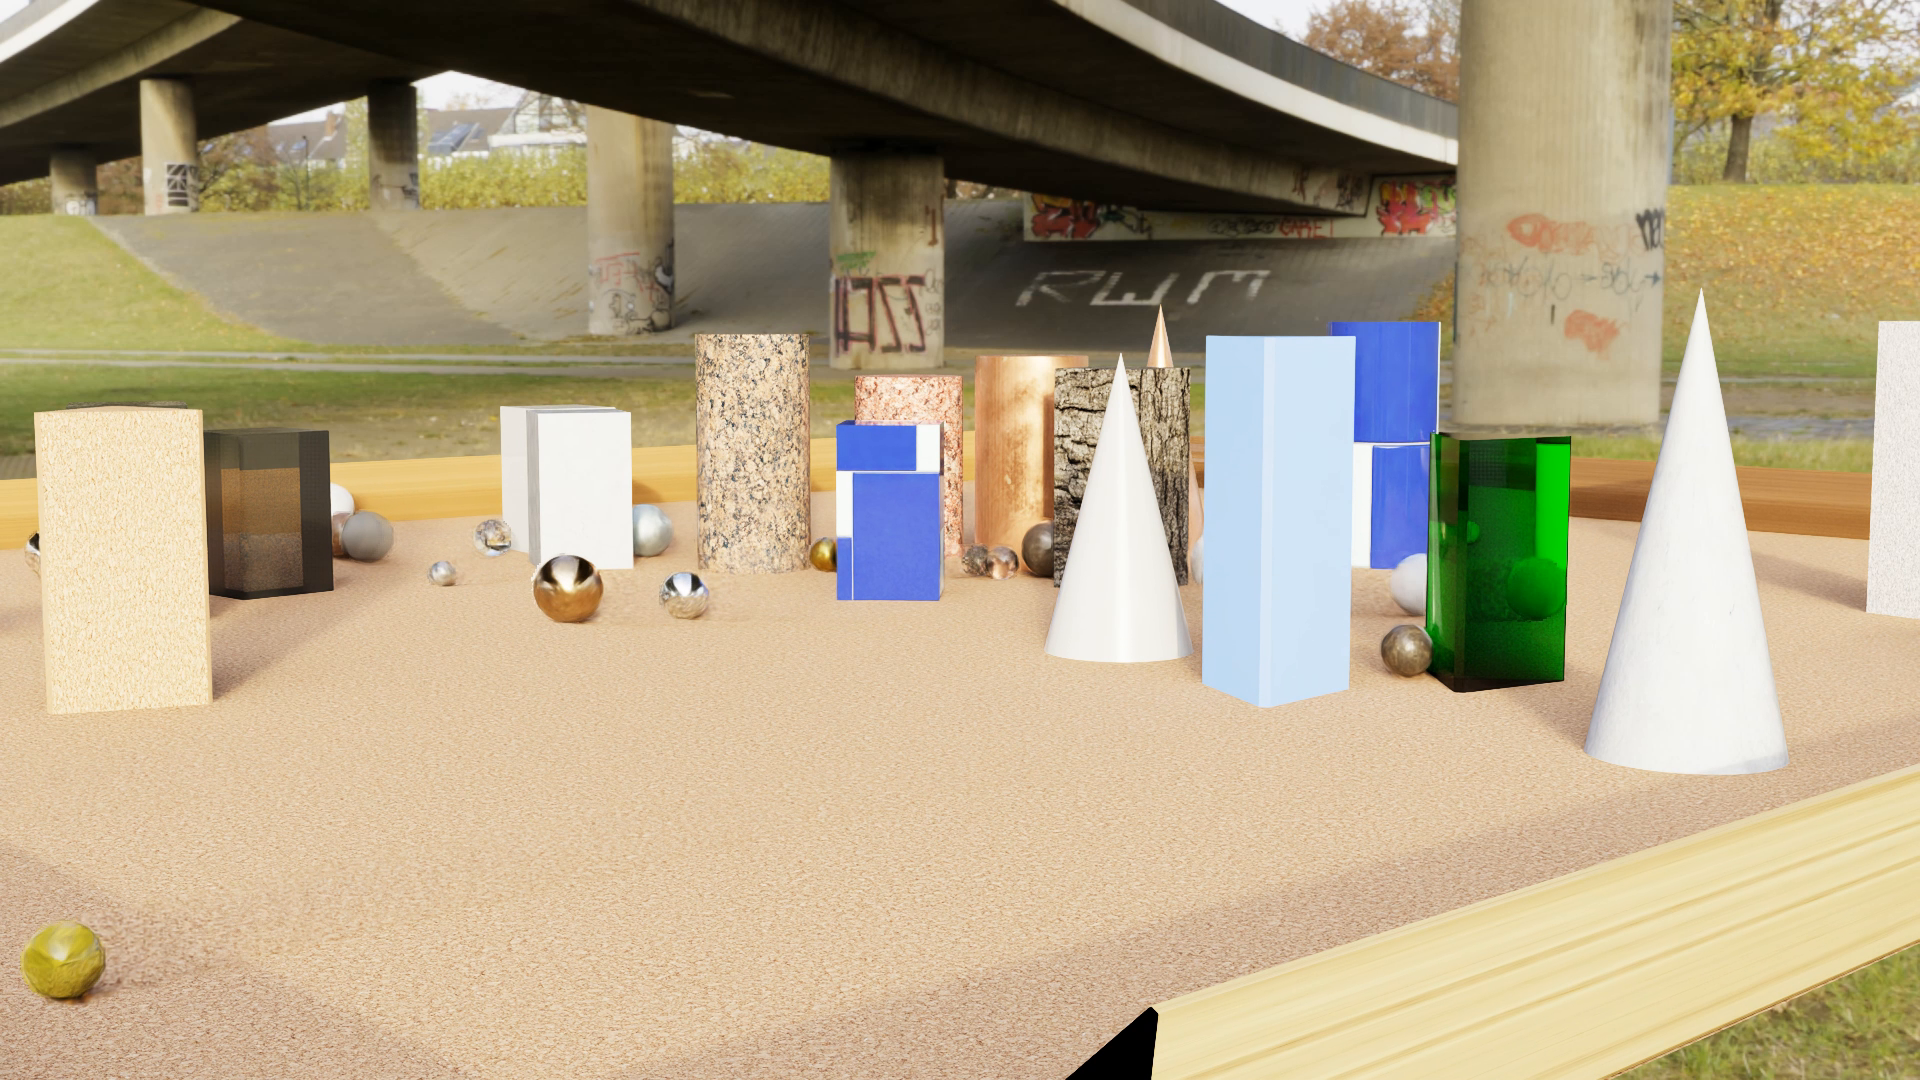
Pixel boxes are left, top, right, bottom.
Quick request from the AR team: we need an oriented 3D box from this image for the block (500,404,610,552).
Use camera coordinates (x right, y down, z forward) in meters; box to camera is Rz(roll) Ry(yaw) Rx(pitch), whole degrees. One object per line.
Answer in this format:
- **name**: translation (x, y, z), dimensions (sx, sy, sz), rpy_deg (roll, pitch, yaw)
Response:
- **block**: translation (-0.748, -0.115, 4.101), dimensions (0.157, 0.265, 0.157), rpy_deg (-4, 7, -36)

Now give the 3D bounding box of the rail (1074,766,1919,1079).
- **rail**: translation (1.191, 0.167, 2.048), dimensions (3.881, 0.128, 0.045), rpy_deg (-5, 8, -42)

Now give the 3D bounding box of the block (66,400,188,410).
- **block**: translation (-1.184, -0.038, 3.141), dimensions (0.157, 0.312, 0.157), rpy_deg (-2, 6, -21)

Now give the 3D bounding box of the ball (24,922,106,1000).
- **ball**: translation (-0.581, 0.273, 1.426), dimensions (0.050, 0.050, 0.050), rpy_deg (0, 6, 0)

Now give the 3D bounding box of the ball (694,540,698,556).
- **ball**: translation (-0.456, 0.015, 3.937), dimensions (0.041, 0.041, 0.041), rpy_deg (0, 6, 0)

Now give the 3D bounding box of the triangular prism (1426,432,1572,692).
- **triangular prism**: translation (0.618, 0.020, 2.658), dimensions (0.170, 0.295, 0.147), rpy_deg (-3, 7, -30)

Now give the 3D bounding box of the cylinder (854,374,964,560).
- **cylinder**: translation (-0.093, -0.135, 3.998), dimensions (0.197, 0.326, 0.197), rpy_deg (0, 6, 0)

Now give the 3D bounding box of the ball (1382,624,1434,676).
- **ball**: translation (0.545, 0.135, 2.679), dimensions (0.064, 0.064, 0.064), rpy_deg (0, 6, 0)

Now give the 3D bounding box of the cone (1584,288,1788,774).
- **cone**: translation (0.730, -0.017, 2.188), dimensions (0.197, 0.467, 0.197), rpy_deg (0, 6, 0)

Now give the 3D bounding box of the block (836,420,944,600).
- **block**: translation (-0.107, -0.049, 3.446), dimensions (0.157, 0.270, 0.157), rpy_deg (0, 6, 3)

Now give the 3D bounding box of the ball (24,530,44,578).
- **ball**: translation (-1.500, 0.024, 3.635), dimensions (0.086, 0.086, 0.086), rpy_deg (0, 6, 0)

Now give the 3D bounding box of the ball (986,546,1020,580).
- **ball**: translation (0.070, 0.038, 3.640), dimensions (0.057, 0.057, 0.057), rpy_deg (0, 6, 0)

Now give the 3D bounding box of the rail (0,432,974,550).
- **rail**: translation (-1.191, -0.101, 4.615), dimensions (3.881, 0.128, 0.045), rpy_deg (-5, 8, -42)

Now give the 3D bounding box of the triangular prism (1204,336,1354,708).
- **triangular prism**: translation (0.346, -0.030, 2.564), dimensions (0.147, 0.414, 0.170), rpy_deg (6, 8, 43)

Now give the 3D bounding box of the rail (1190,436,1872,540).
- **rail**: translation (1.409, -0.102, 4.625), dimensions (0.045, 0.128, 3.559), rpy_deg (-5, 8, -42)

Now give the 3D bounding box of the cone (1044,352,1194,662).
- **cone**: translation (0.208, -0.049, 2.868), dimensions (0.197, 0.390, 0.197), rpy_deg (0, 6, 0)

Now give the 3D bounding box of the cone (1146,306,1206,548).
- **cone**: translation (0.379, -0.219, 4.179), dimensions (0.197, 0.456, 0.197), rpy_deg (0, 6, 0)

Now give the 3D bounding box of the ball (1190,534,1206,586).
- **ball**: translation (0.415, 0.032, 3.507), dimensions (0.097, 0.097, 0.097), rpy_deg (0, 6, 0)

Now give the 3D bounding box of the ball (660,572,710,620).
- **ball**: translation (-0.397, 0.080, 3.175), dimensions (0.069, 0.069, 0.069), rpy_deg (0, 6, 0)

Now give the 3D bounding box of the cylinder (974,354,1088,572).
- **cylinder**: translation (0.124, -0.137, 3.829), dimensions (0.197, 0.366, 0.197), rpy_deg (0, 6, 0)

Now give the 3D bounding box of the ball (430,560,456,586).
- **ball**: translation (-0.835, 0.054, 3.552), dimensions (0.042, 0.042, 0.042), rpy_deg (0, 6, 0)

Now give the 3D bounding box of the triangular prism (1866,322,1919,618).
- **triangular prism**: translation (1.449, -0.103, 3.202), dimensions (0.147, 0.428, 0.170), rpy_deg (-4, 7, -33)

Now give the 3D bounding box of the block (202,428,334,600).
- **block**: translation (-1.108, -0.046, 3.482), dimensions (0.157, 0.255, 0.157), rpy_deg (5, 8, 42)

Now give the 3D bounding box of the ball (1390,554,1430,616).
- **ball**: translation (0.674, 0.066, 3.209), dimensions (0.091, 0.091, 0.091), rpy_deg (0, 6, 0)

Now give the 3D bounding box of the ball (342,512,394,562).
- **ball**: translation (-1.050, -0.006, 3.898), dimensions (0.090, 0.090, 0.090), rpy_deg (0, 6, 0)

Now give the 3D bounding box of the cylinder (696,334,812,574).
- **cylinder**: translation (-0.356, -0.153, 3.794), dimensions (0.197, 0.403, 0.197), rpy_deg (0, 6, 0)

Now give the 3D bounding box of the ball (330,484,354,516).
- **ball**: translation (-1.272, -0.066, 4.440), dimensions (0.097, 0.097, 0.097), rpy_deg (0, 6, 0)

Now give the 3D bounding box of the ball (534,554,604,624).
- **ball**: translation (-0.559, 0.069, 3.138), dimensions (0.098, 0.098, 0.098), rpy_deg (0, 6, 0)

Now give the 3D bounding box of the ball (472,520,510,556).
- **ball**: translation (-0.850, -0.004, 3.990), dimensions (0.066, 0.066, 0.066), rpy_deg (0, 6, 0)

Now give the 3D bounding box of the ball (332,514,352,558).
- **ball**: translation (-1.113, -0.008, 3.961), dimensions (0.081, 0.081, 0.081), rpy_deg (0, 6, 0)

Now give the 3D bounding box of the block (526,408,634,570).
- **block**: translation (-0.665, -0.090, 3.840), dimensions (0.157, 0.269, 0.157), rpy_deg (-2, 6, -19)

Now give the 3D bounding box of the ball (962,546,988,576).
- **ball**: translation (0.029, 0.036, 3.681), dimensions (0.052, 0.052, 0.052), rpy_deg (0, 6, 0)

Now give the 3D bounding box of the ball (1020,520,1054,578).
- **ball**: translation (0.150, 0.014, 3.678), dimensions (0.096, 0.096, 0.096), rpy_deg (0, 6, 0)

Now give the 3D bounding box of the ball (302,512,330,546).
- **ball**: translation (-1.207, -0.020, 4.151), dimensions (0.065, 0.065, 0.065), rpy_deg (0, 6, 0)

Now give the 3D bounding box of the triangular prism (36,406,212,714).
- **triangular prism**: translation (-0.958, 0.016, 2.516), dimensions (0.170, 0.333, 0.147), rpy_deg (-3, 6, -23)

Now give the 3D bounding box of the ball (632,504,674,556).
- **ball**: translation (-0.566, -0.017, 3.981), dimensions (0.095, 0.095, 0.095), rpy_deg (0, 6, 0)

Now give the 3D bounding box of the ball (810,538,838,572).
- **ball**: translation (-0.226, 0.027, 3.744), dimensions (0.057, 0.057, 0.057), rpy_deg (0, 6, 0)

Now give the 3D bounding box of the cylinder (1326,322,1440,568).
- **cylinder**: translation (0.741, -0.171, 3.873), dimensions (0.197, 0.424, 0.197), rpy_deg (0, 6, 0)

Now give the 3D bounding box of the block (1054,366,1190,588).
- **block**: translation (0.261, -0.101, 3.543), dimensions (0.157, 0.352, 0.157), rpy_deg (4, 7, 36)
